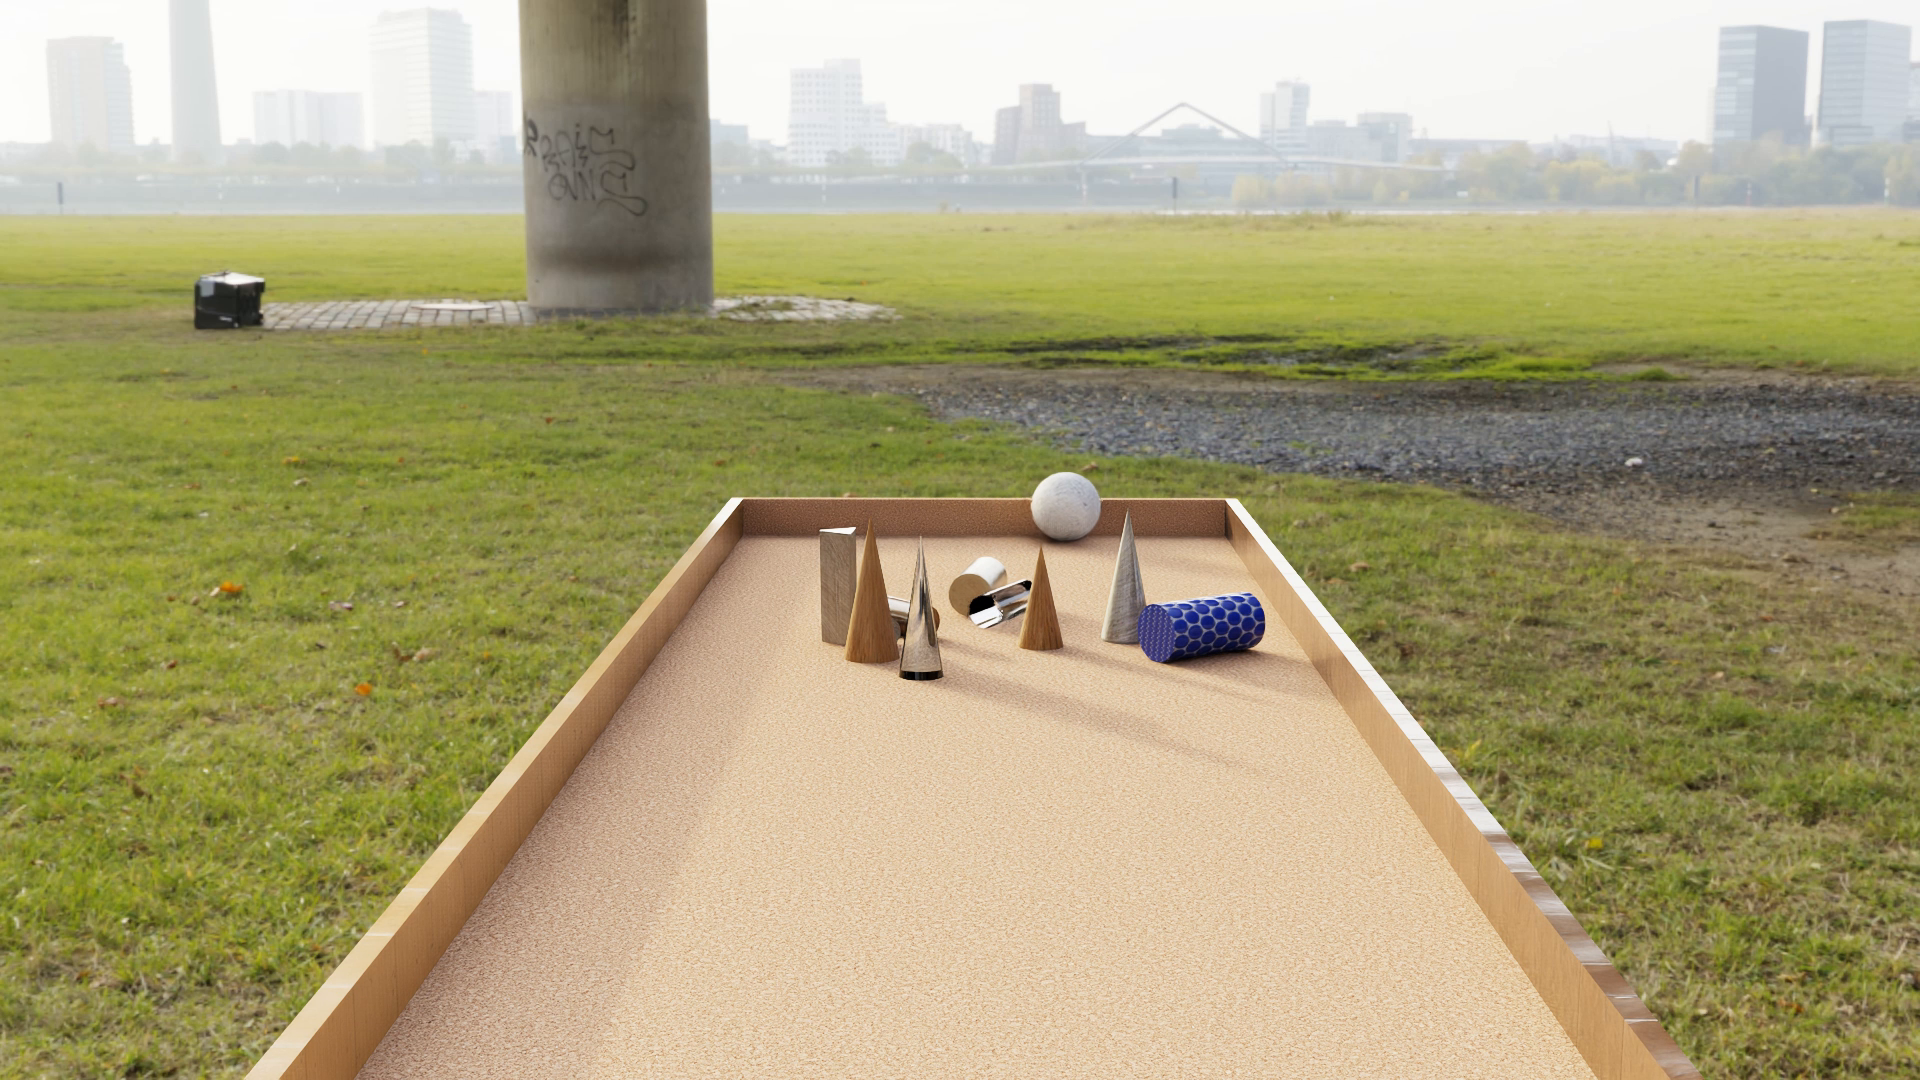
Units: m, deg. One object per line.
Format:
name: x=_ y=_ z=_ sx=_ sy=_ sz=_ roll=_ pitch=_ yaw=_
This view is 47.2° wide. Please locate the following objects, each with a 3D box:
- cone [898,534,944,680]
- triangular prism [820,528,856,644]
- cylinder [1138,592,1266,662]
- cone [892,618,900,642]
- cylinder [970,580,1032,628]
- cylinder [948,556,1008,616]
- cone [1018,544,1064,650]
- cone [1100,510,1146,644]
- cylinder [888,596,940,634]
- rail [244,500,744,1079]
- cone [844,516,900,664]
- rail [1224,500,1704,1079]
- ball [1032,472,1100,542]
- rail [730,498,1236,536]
cone: x=-0.115 y=0.190 z=6.450 sx=0.134 sy=0.426 sz=0.134 roll=0 pitch=9 yaw=0
triangular prism: x=-0.361 y=0.144 z=6.955 sx=0.121 sy=0.357 sz=0.105 roll=6 pitch=12 yaw=35
cylinder: x=0.743 y=0.266 z=6.763 sx=0.365 sy=0.179 sz=0.179 roll=-6 pitch=11 yaw=-35
cone: x=-0.312 y=0.284 z=7.058 sx=0.100 sy=0.100 sz=0.399 roll=-4 pitch=3 yaw=-23
cylinder: x=0.150 y=0.211 z=7.325 sx=0.110 sy=0.110 sz=0.321 roll=4 pitch=10 yaw=25
cylinder: x=0.063 y=0.159 z=7.540 sx=0.147 sy=0.147 sz=0.346 roll=2 pitch=9 yaw=10
cone: x=0.253 y=0.172 z=6.887 sx=0.145 sy=0.325 sz=0.145 roll=0 pitch=9 yaw=0
cone: x=0.532 y=0.106 z=6.981 sx=0.169 sy=0.426 sz=0.169 roll=0 pitch=9 yaw=0
cylinder: x=-0.239 y=0.237 z=7.160 sx=0.111 sy=0.111 sz=0.422 roll=-7 pitch=11 yaw=-38
rail: x=-1.004 y=0.839 z=3.234 sx=0.050 sy=0.150 sz=12.000 roll=0 pitch=9 yaw=1
cone: x=-0.271 y=0.141 z=6.706 sx=0.173 sy=0.442 sz=0.173 roll=0 pitch=9 yaw=0
rail: x=1.046 y=0.843 z=3.208 sx=0.050 sy=0.150 sz=12.000 roll=0 pitch=9 yaw=1
ball: x=0.430 y=-0.136 z=8.969 sx=0.281 sy=0.281 sz=0.281 roll=0 pitch=9 yaw=0
rail: x=0.099 y=-0.098 z=9.147 sx=2.100 sy=0.150 sz=0.050 roll=0 pitch=9 yaw=1
